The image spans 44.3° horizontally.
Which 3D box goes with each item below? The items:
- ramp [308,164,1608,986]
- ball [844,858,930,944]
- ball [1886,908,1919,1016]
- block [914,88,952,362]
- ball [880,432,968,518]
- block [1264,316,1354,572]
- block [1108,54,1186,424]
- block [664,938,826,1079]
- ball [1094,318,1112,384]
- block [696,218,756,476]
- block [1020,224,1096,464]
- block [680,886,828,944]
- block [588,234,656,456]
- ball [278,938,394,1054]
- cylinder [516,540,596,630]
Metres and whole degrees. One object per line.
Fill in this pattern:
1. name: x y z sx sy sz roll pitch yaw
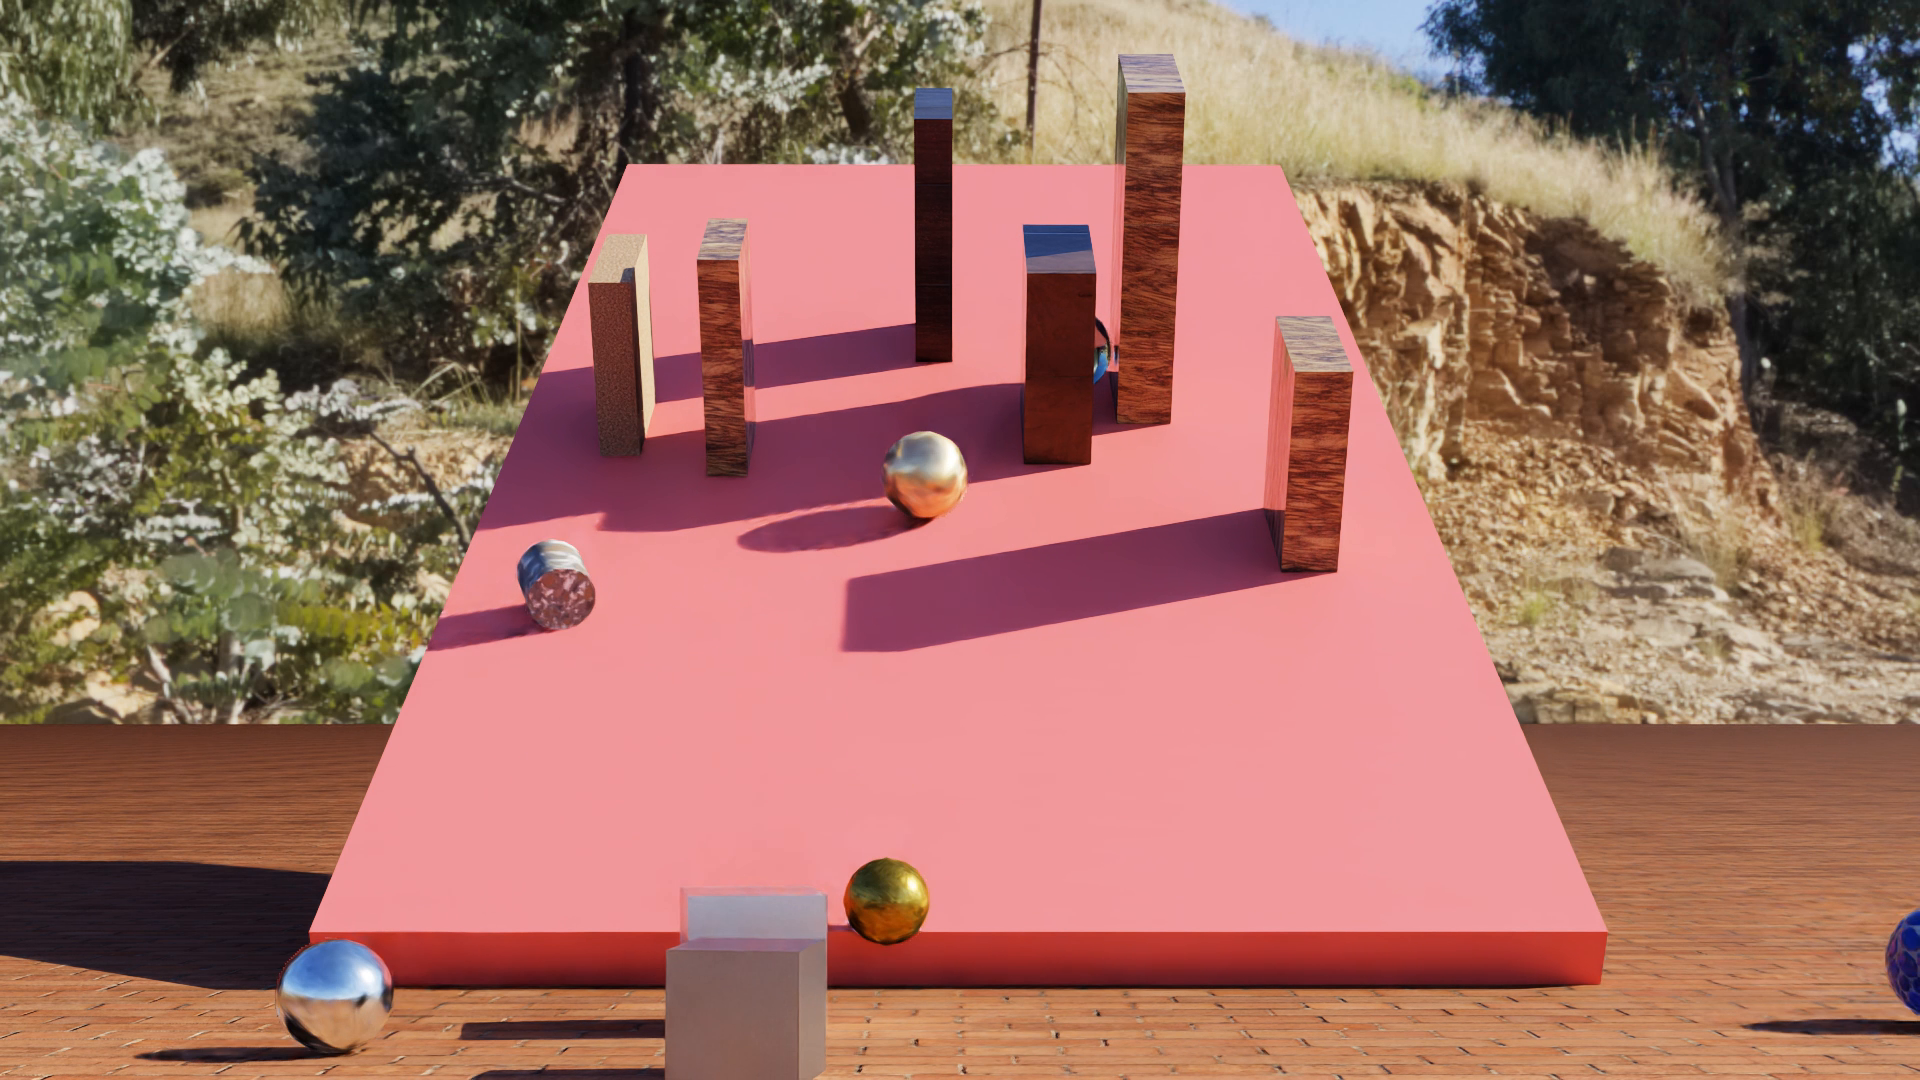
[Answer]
1. ramp: -0.010 -0.229 5.447 2.000 0.100 4.000 0 26 0
2. ball: -0.112 0.550 3.587 0.131 0.131 0.131 0 -4 0
3. ball: 1.340 0.572 3.183 0.167 0.167 0.167 0 -4 0
4. block: -0.064 -0.767 5.743 0.090 0.607 0.271 0 26 0
5. ball: -0.075 -0.136 4.935 0.182 0.182 0.182 0 -4 0
6. block: 0.702 -0.197 4.776 0.113 0.434 0.304 0 26 0
7. block: 0.422 -0.687 5.389 0.124 0.775 0.327 0 26 0
8. block: -0.246 0.545 2.723 0.153 0.153 0.153 -1 -4 8
9. ball: 0.253 -0.447 5.547 0.206 0.206 0.206 0 -4 0
10. block: -0.508 -0.422 5.158 0.087 0.498 0.274 0 26 0
11. block: 0.215 -0.438 5.255 0.148 0.446 0.326 0 26 0
12. block: -0.281 0.564 3.175 0.182 0.182 0.182 1 -4 -10
13. block: -0.757 -0.442 5.301 0.089 0.407 0.324 0 26 0
14. ball: -0.775 0.567 2.929 0.140 0.140 0.140 0 -4 0
15. cylinder: -0.778 0.086 4.536 0.130 0.130 0.130 2 24 -21
